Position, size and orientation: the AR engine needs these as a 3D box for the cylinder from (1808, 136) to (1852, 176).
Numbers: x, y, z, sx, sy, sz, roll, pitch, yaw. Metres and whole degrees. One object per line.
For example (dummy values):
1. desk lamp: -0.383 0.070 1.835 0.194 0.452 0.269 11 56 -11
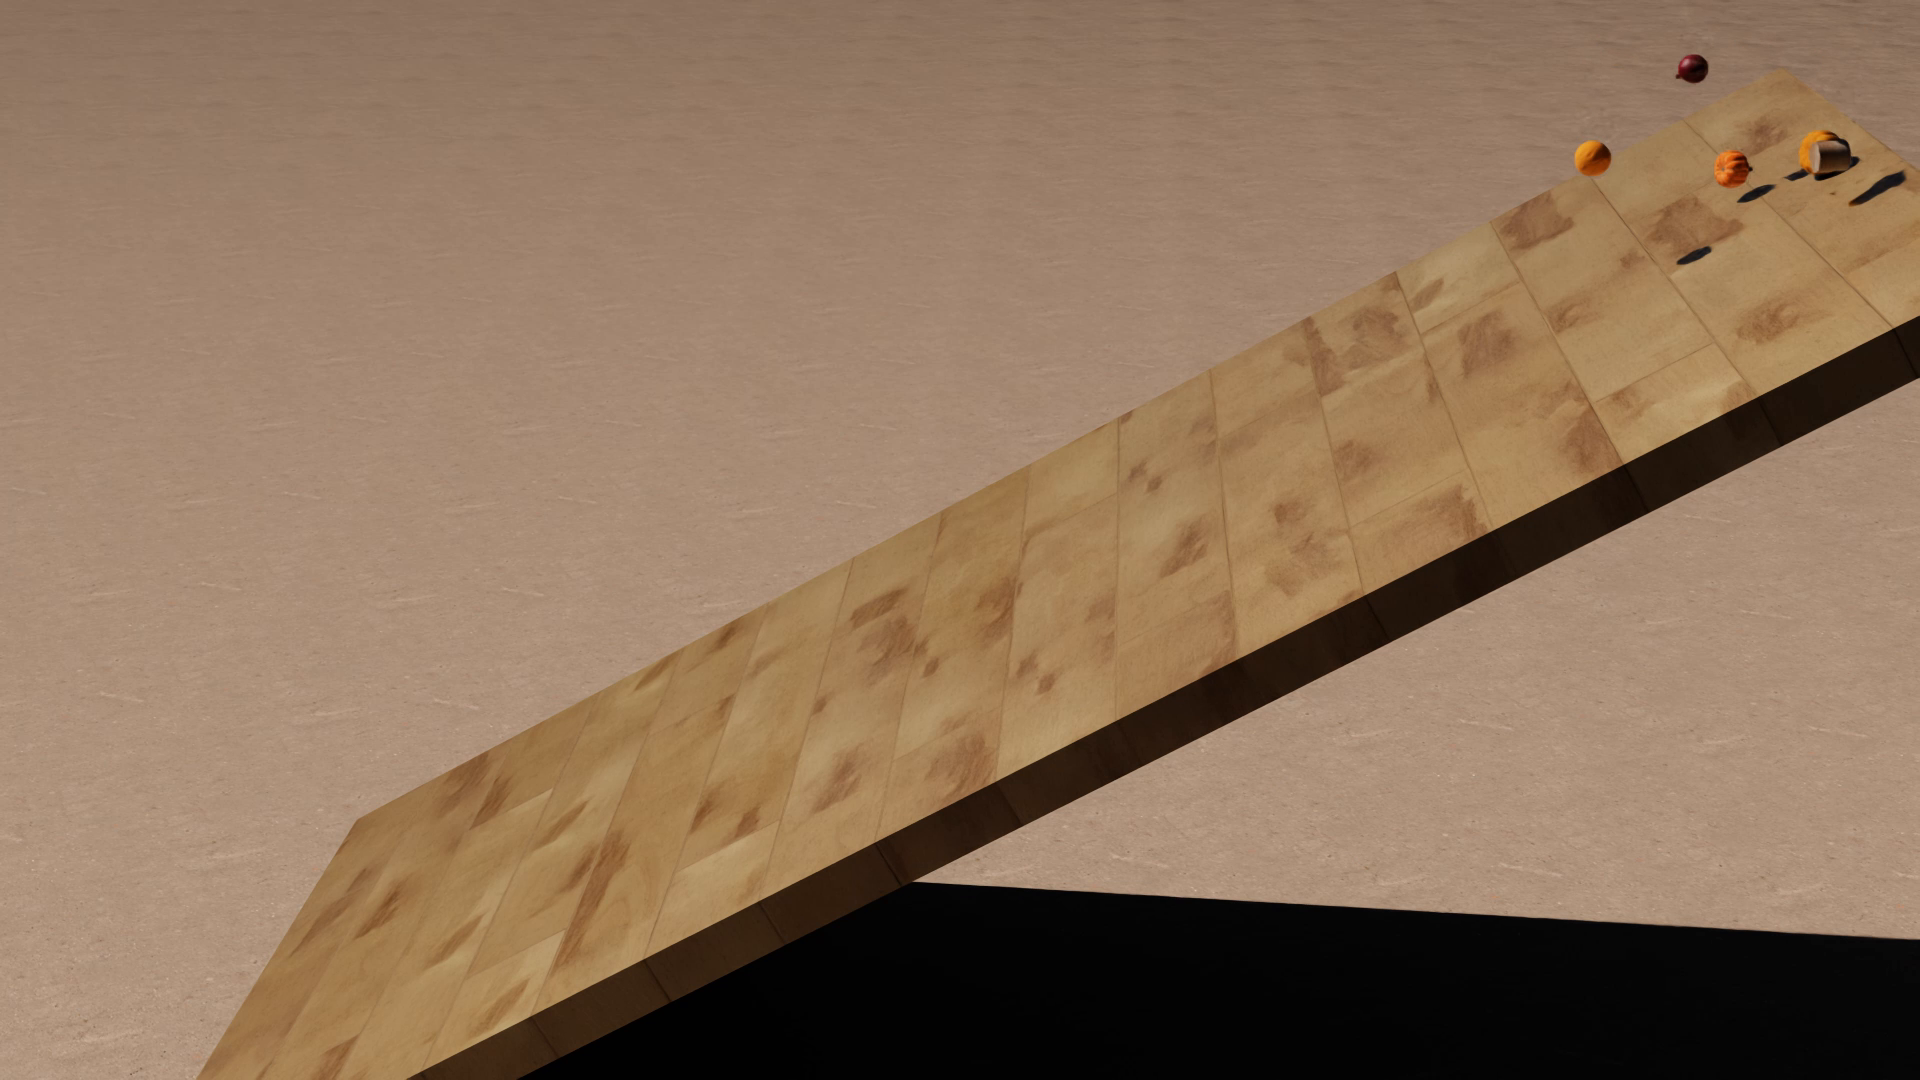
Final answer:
1. cylinder: 1.675 -0.739 5.662 0.059 0.059 0.059 -25 22 -6

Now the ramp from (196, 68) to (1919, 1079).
1. ramp: 0.142 0.167 6.284 4.000 0.100 2.000 -28 15 12
